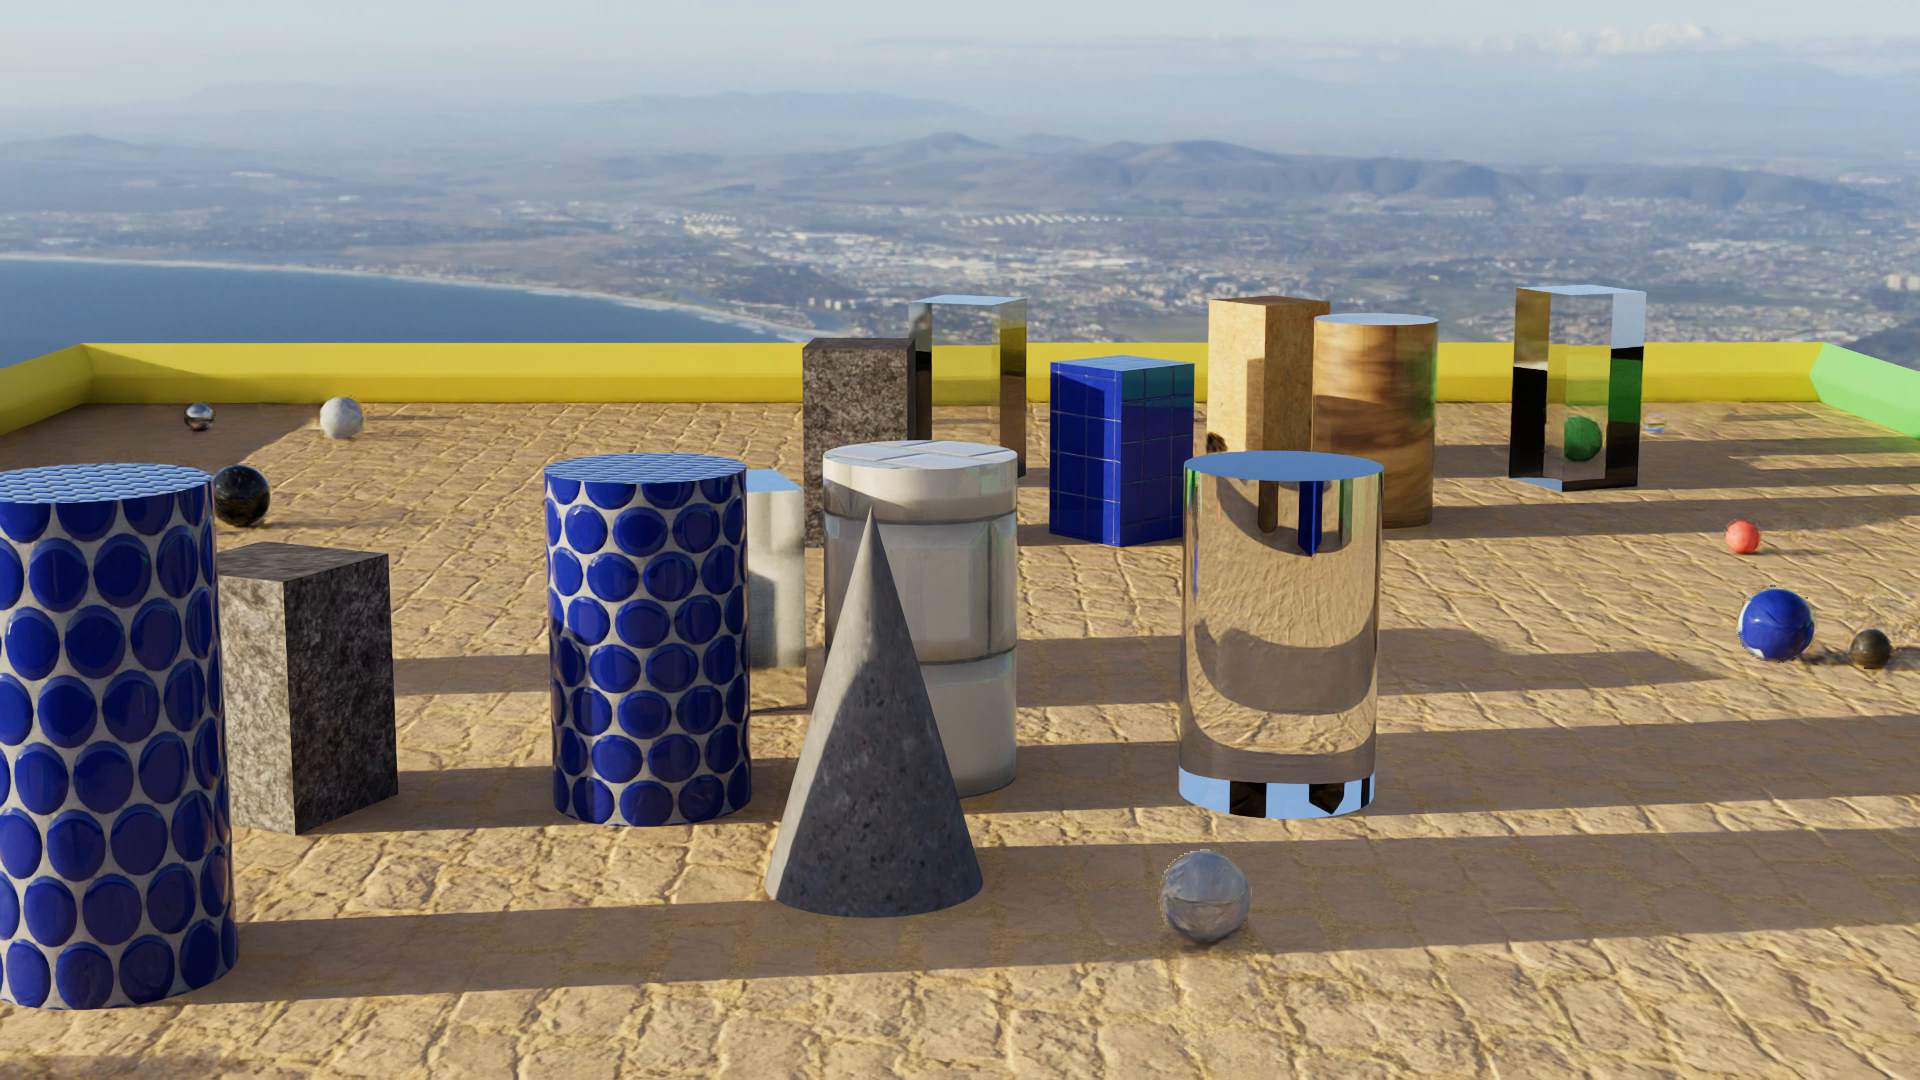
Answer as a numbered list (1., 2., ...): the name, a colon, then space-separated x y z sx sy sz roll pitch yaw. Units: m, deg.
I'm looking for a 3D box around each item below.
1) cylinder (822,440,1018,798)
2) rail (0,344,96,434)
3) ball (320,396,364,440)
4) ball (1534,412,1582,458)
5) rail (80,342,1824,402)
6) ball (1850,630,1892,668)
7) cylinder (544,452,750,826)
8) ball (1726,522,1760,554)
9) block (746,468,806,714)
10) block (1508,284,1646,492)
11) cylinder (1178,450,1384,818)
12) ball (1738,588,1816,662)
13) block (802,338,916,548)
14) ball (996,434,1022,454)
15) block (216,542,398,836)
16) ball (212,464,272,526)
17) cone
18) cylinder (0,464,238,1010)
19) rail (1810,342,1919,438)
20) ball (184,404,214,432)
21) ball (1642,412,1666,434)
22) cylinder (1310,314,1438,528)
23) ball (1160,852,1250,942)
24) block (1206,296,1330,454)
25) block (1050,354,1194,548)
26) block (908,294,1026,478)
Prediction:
1. cylinder: -0.040 0.078 2.638 0.198 0.337 0.198 0 10 0
2. rail: -1.879 0.035 3.438 0.045 0.129 4.385 0 10 0
3. ball: -1.217 -0.240 5.050 0.085 0.085 0.085 0 10 0
4. ball: 1.124 -0.198 4.822 0.085 0.085 0.085 0 10 0
5. rail: -0.012 -0.362 5.581 3.806 0.129 0.045 0 10 0
6. ball: 1.113 0.133 3.135 0.048 0.048 0.048 0 10 0
7. cylinder: -0.309 0.094 2.551 0.198 0.337 0.198 0 10 0
8. ball: 1.181 -0.004 3.871 0.050 0.050 0.050 0 10 0
9. block: -0.274 0.059 2.968 0.158 0.255 0.158 -3 11 -16
10. block: 1.083 -0.269 4.506 0.158 0.340 0.158 -4 11 -22
11. cylinder: 0.321 0.090 2.577 0.198 0.335 0.198 0 10 0
12. ball: 1.010 0.105 3.171 0.091 0.091 0.091 0 10 0
13. block: -0.154 -0.152 3.967 0.158 0.306 0.158 1 11 4
14. ball: 0.092 -0.175 4.799 0.048 0.048 0.048 0 10 0
15. block: -0.674 0.142 2.538 0.158 0.248 0.158 5 12 25
16. ball: -1.150 -0.070 4.095 0.099 0.099 0.099 0 10 0
17. cone: -0.078 0.139 2.286 0.198 0.345 0.198 0 10 0
18. cylinder: -0.693 0.152 2.064 0.198 0.401 0.198 0 10 0
19. rail: 1.879 0.031 3.459 0.045 0.129 4.385 0 10 0
20. ball: -1.530 -0.246 5.158 0.057 0.057 0.057 0 10 0
21. ball: 1.388 -0.234 5.127 0.044 0.044 0.044 0 10 0
22. cylinder: 0.668 -0.195 4.148 0.198 0.325 0.198 0 10 0
23. ball: 0.207 0.300 2.157 0.075 0.075 0.075 0 10 0
24. block: 0.576 -0.300 4.797 0.158 0.295 0.158 -7 13 -34
25. block: 0.252 -0.142 4.011 0.158 0.271 0.158 -9 14 -40
26. block: 0.014 -0.266 4.548 0.158 0.319 0.158 5 11 24
